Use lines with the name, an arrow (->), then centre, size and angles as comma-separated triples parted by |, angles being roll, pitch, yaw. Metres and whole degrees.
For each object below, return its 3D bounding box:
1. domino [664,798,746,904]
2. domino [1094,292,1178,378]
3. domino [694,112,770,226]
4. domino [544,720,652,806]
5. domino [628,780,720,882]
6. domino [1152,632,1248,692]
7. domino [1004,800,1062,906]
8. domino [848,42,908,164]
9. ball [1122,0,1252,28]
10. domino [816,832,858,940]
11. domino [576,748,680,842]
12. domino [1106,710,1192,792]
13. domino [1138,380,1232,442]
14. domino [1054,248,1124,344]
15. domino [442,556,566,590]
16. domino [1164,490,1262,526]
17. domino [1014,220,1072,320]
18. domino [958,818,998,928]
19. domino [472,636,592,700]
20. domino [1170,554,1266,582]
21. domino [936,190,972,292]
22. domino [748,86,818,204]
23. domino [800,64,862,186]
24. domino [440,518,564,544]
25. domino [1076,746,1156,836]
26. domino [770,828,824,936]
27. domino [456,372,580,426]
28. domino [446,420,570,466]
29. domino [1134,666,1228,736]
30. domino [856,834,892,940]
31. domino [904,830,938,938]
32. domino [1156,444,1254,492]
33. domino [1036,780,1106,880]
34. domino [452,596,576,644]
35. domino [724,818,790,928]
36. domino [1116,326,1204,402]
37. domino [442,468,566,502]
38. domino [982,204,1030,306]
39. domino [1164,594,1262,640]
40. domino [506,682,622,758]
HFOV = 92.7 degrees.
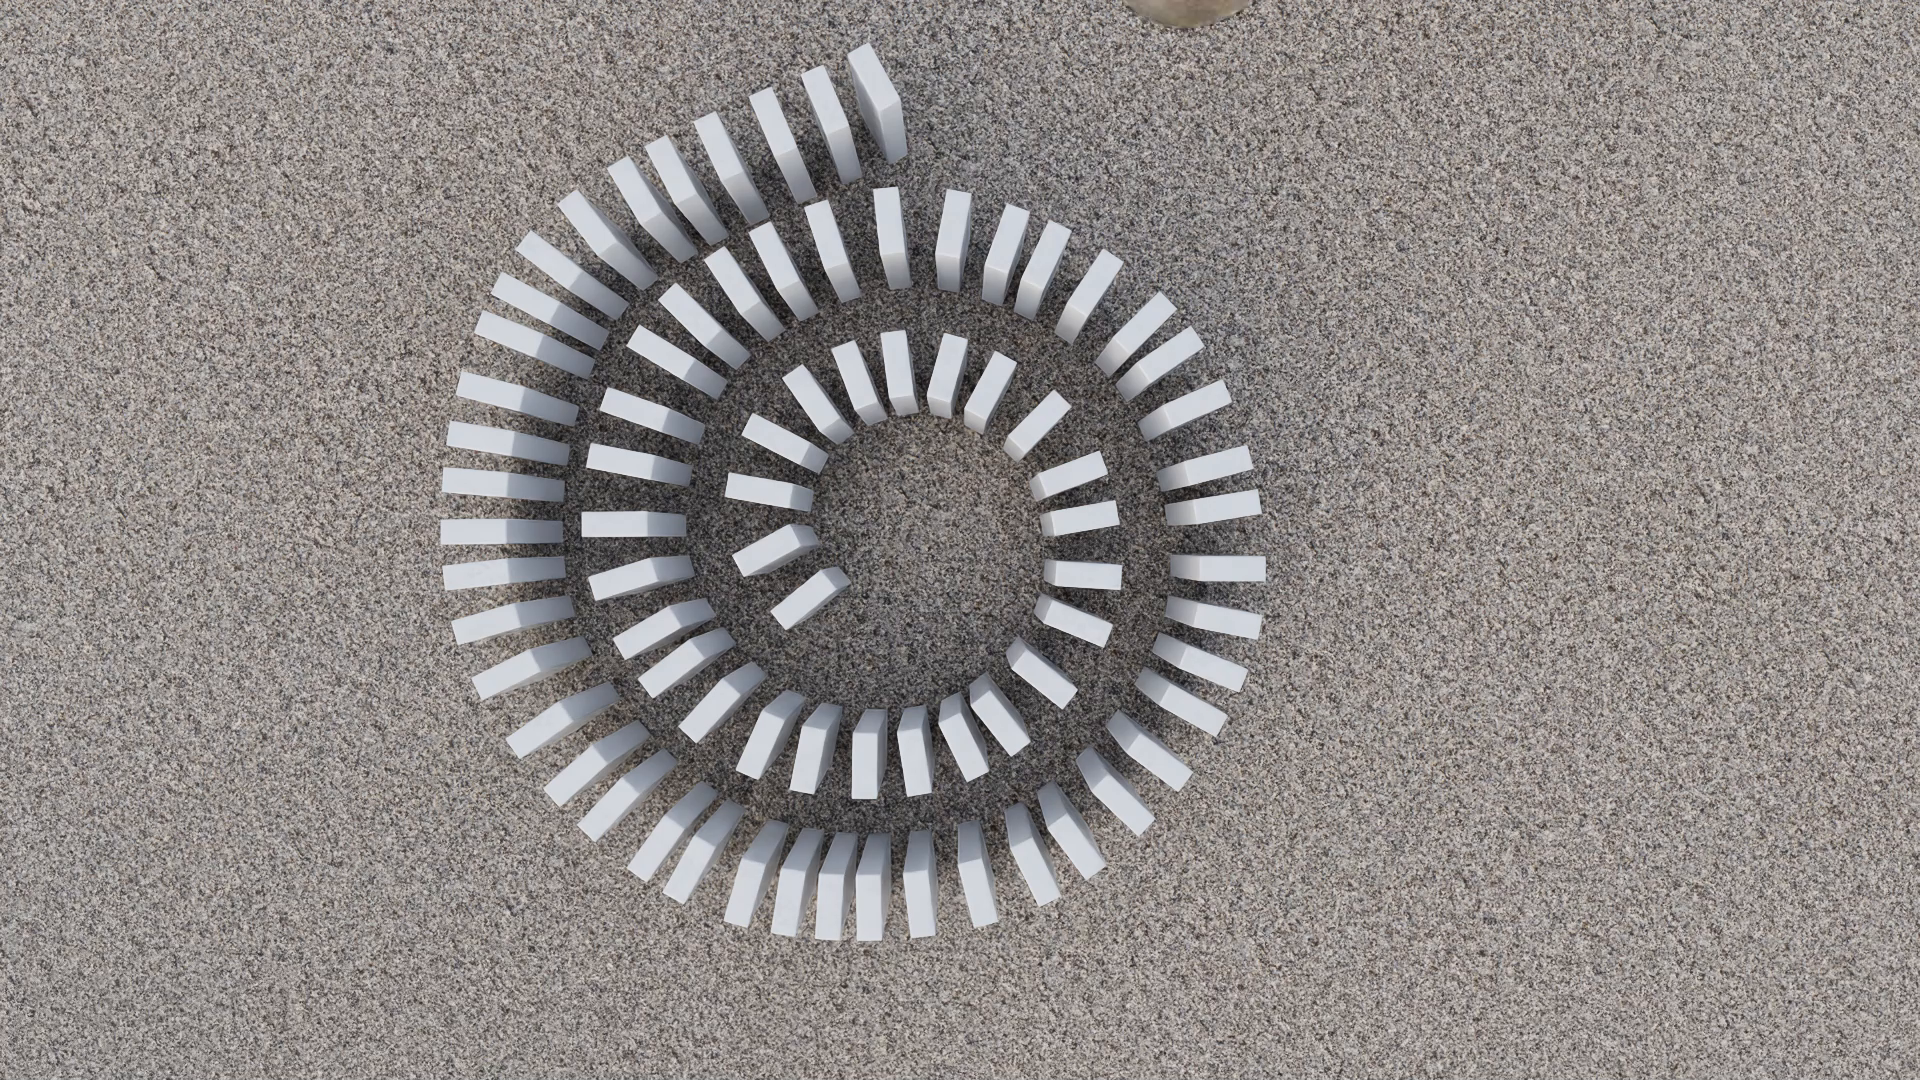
domino -> -0.104, 0.126, 0.375 | 0.009, 0.050, 0.025 | 29, 90, 0
domino -> 0.071, -0.083, 0.375 | 0.025, 0.050, 0.009 | -45, 90, 0
domino -> -0.092, -0.151, 0.375 | 0.009, 0.050, 0.025 | -25, 90, 0
domino -> -0.147, 0.090, 0.375 | 0.025, 0.050, 0.010 | -42, 90, 0
domino -> -0.116, 0.118, 0.375 | 0.009, 0.050, 0.025 | 36, 90, 0
domino -> 0.097, 0.049, 0.375 | 0.025, 0.050, 0.010 | 22, 90, 0
domino -> 0.029, 0.127, 0.375 | 0.010, 0.050, 0.025 | -26, 90, 0
domino -> -0.033, -0.177, 0.375 | 0.009, 0.050, 0.025 | -29, 90, 0
ball -> 0.093, -0.247, 0.360 | 0.080, 0.080, 0.080 | 0, 90, 0
domino -> -0.050, 0.140, 0.375 | 0.010, 0.050, 0.025 | 4, 90, 0
domino -> -0.134, 0.103, 0.375 | 0.010, 0.050, 0.025 | 43, 90, 0
domino -> 0.076, 0.085, 0.375 | 0.025, 0.050, 0.010 | 37, 90, 0
domino -> 0.091, -0.052, 0.375 | 0.025, 0.050, 0.010 | -24, 90, 0
domino -> 0.052, -0.098, 0.375 | 0.009, 0.050, 0.025 | 34, 90, 0
domino -> -0.185, 0.013, 0.375 | 0.025, 0.050, 0.010 | -7, 90, 0
domino -> 0.102, -0.013, 0.375 | 0.025, 0.050, 0.010 | -9, 90, 0
domino -> 0.033, -0.109, 0.375 | 0.010, 0.050, 0.025 | 26, 90, 0
domino -> 0.007, 0.135, 0.375 | 0.009, 0.050, 0.025 | -15, 90, 0
domino -> -0.174, 0.051, 0.375 | 0.025, 0.050, 0.009 | -26, 90, 0
domino -> 0.104, 0.011, 0.375 | 0.025, 0.050, 0.009 | 0, 90, 0
domino -> -0.003, -0.121, 0.375 | 0.010, 0.050, 0.025 | 11, 90, 0
domino -> -0.071, -0.160, 0.375 | 0.009, 0.050, 0.025 | -23, 90, 0
domino -> -0.052, -0.168, 0.375 | 0.010, 0.050, 0.025 | -23, 90, 0
domino -> -0.186, -0.003, 0.375 | 0.025, 0.050, 0.009 | -1, 90, 0
domino -> 0.062, 0.101, 0.375 | 0.025, 0.050, 0.010 | 44, 90, 0
domino -> -0.066, 0.139, 0.375 | 0.009, 0.050, 0.025 | 9, 90, 0
domino -> -0.179, -0.057, 0.375 | 0.025, 0.050, 0.010 | 14, 90, 0
domino -> -0.183, -0.039, 0.375 | 0.025, 0.050, 0.009 | 9, 90, 0
domino -> 0.089, 0.065, 0.375 | 0.025, 0.050, 0.010 | 29, 90, 0
domino -> -0.035, 0.141, 0.375 | 0.010, 0.050, 0.025 | -1, 90, 0
domino -> -0.016, 0.139, 0.375 | 0.009, 0.050, 0.025 | -7, 90, 0
domino -> 0.099, -0.029, 0.375 | 0.025, 0.050, 0.010 | -15, 90, 0
domino -> 0.045, 0.117, 0.375 | 0.009, 0.050, 0.025 | -37, 90, 0
domino -> -0.181, 0.032, 0.375 | 0.025, 0.050, 0.009 | -16, 90, 0
domino -> -0.082, 0.135, 0.375 | 0.009, 0.050, 0.025 | 16, 90, 0
domino -> 0.081, -0.071, 0.375 | 0.025, 0.050, 0.009 | -34, 90, 0
domino -> -0.185, -0.022, 0.375 | 0.025, 0.050, 0.010 | 5, 90, 0
domino -> 0.018, -0.115, 0.375 | 0.010, 0.050, 0.025 | 20, 90, 0
domino -> 0.102, 0.031, 0.375 | 0.025, 0.050, 0.009 | 11, 90, 0
domino -> -0.161, 0.073, 0.375 | 0.025, 0.050, 0.009 | -35, 90, 0
